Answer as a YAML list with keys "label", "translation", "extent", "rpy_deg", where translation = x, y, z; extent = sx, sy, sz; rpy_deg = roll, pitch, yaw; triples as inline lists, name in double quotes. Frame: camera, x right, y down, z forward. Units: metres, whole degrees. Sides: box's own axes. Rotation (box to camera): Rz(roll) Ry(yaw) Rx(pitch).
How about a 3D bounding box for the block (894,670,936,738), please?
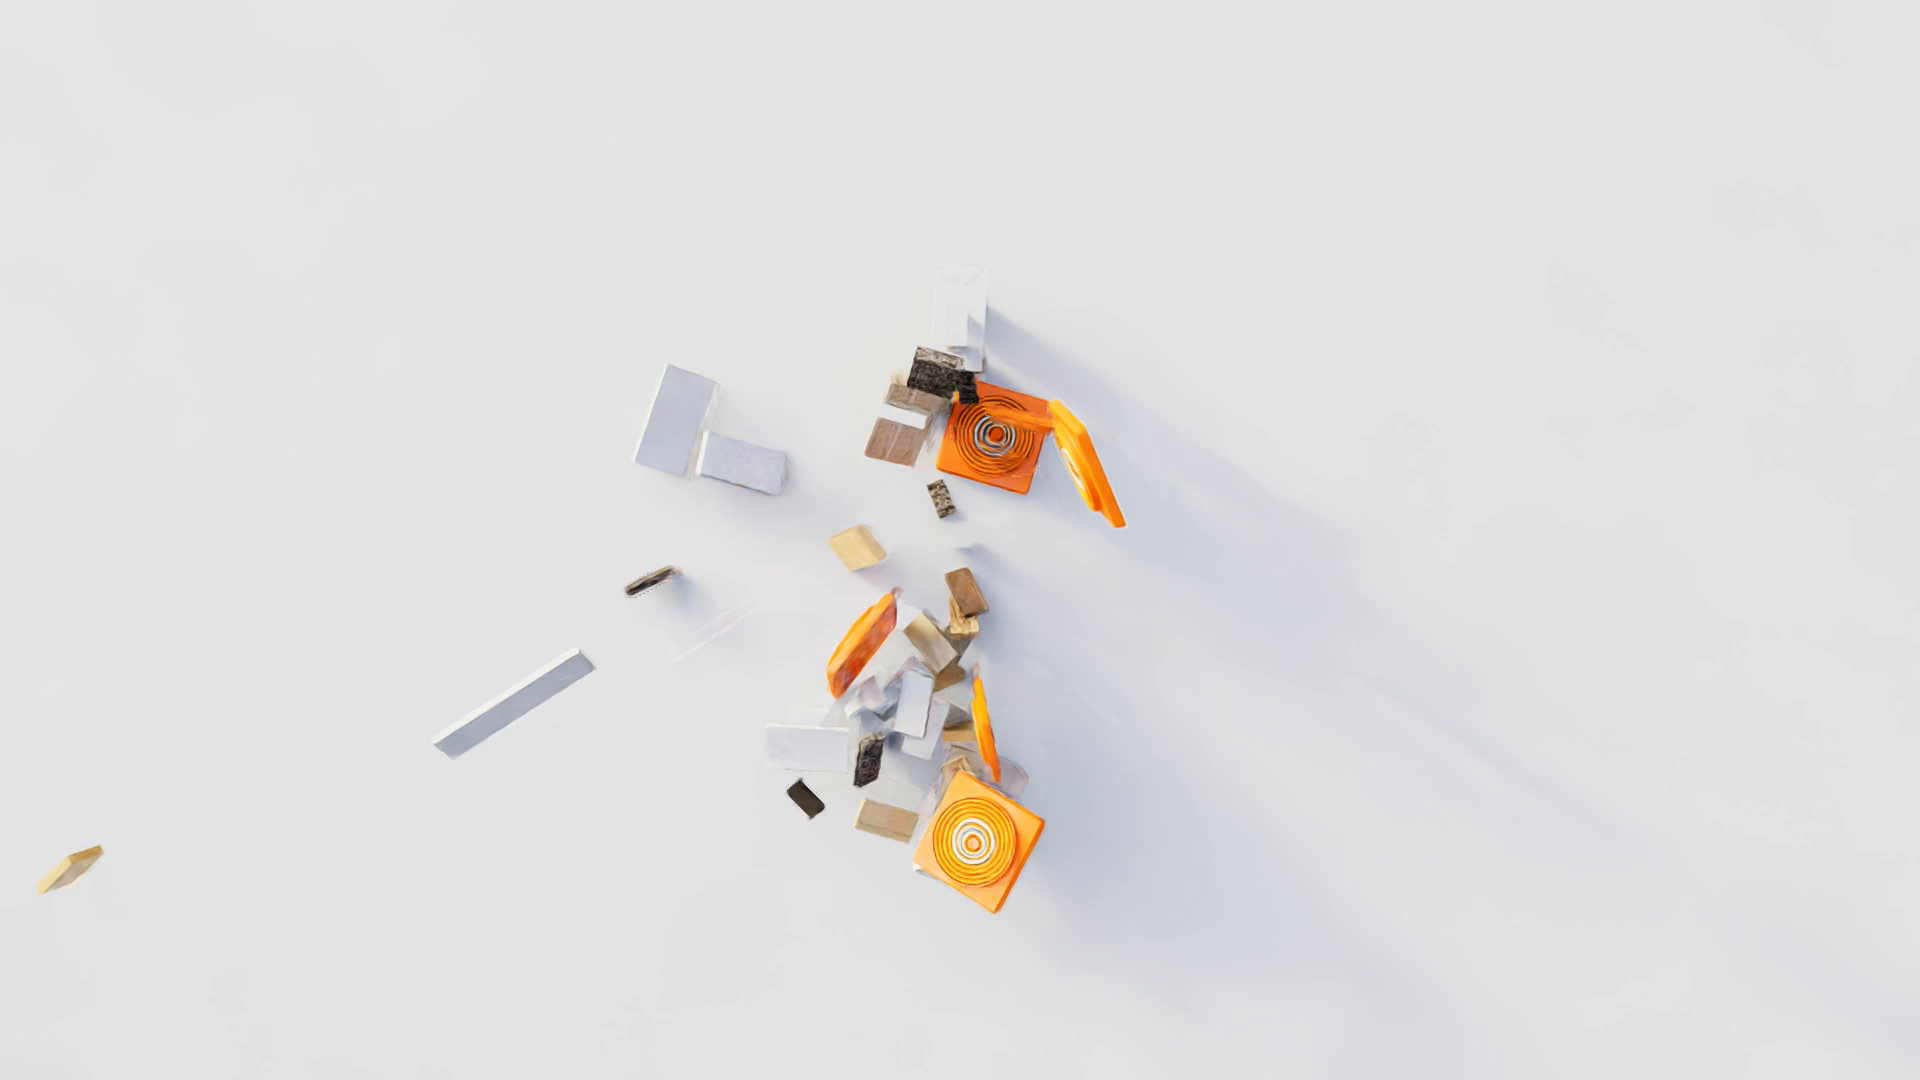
- label: "block"
  translation: [-0.142, 0.517, 5.200]
  extent: [0.096, 0.027, 0.193]
  rpy_deg: [12, 100, 16]

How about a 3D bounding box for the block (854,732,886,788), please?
- label: "block"
  translation: [-0.289, 0.701, 5.257]
  extent: [0.024, 0.085, 0.184]
  rpy_deg: [37, 132, 34]

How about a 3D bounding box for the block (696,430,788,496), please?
- label: "block"
  translation: [-0.713, -0.248, 5.397]
  extent: [0.285, 0.040, 0.143]
  rpy_deg: [16, 77, -29]

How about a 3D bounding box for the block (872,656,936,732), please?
- label: "block"
  translation: [-0.183, 0.494, 5.282]
  extent: [0.113, 0.032, 0.225]
  rpy_deg: [43, 106, 19]

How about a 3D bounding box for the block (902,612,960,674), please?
- label: "block"
  translation: [-0.093, 0.332, 5.324]
  extent: [0.092, 0.026, 0.184]
  rpy_deg: [-45, 73, 10]

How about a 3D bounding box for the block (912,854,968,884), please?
- label: "block"
  translation: [-0.061, 1.054, 5.276]
  extent: [0.085, 0.024, 0.169]
  rpy_deg: [-37, 134, 28]

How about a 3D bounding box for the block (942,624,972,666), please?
- label: "block"
  translation: [-0.018, 0.333, 5.416]
  extent: [0.092, 0.185, 0.026]
  rpy_deg: [34, 124, 0]

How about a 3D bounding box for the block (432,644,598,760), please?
- label: "block"
  translation: [-1.063, 0.388, 3.939]
  extent: [0.411, 0.082, 0.023]
  rpy_deg: [-32, 51, 1]

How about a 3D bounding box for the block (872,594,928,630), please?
- label: "block"
  translation: [-0.198, 0.251, 5.488]
  extent: [0.171, 0.024, 0.086]
  rpy_deg: [24, 90, 0]

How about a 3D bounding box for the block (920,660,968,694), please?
- label: "block"
  translation: [-0.081, 0.438, 5.378]
  extent: [0.113, 0.225, 0.032]
  rpy_deg: [36, 115, 21]

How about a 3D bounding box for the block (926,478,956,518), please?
- label: "block"
  translation: [-0.062, -0.138, 5.491]
  extent: [0.061, 0.017, 0.121]
  rpy_deg: [-22, 90, 0]

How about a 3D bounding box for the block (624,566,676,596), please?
- label: "block"
  translation: [-1.024, 0.134, 5.431]
  extent: [0.164, 0.082, 0.023]
  rpy_deg: [-28, 103, -17]

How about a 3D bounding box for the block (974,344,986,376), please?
- label: "block"
  translation: [0.002, -0.575, 5.336]
  extent: [0.162, 0.325, 0.046]
  rpy_deg: [-6, 86, 0]

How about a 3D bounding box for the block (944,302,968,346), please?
- label: "block"
  translation: [-0.010, -0.651, 4.988]
  extent: [0.064, 0.018, 0.129]
  rpy_deg: [3, 90, 0]

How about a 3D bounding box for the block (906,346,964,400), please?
- label: "block"
  translation: [-0.076, -0.499, 4.936]
  extent: [0.143, 0.285, 0.040]
  rpy_deg: [16, 77, -3]

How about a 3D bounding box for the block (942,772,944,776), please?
- label: "block"
  translation: [0.003, 0.798, 5.380]
  extent: [0.119, 0.238, 0.034]
  rpy_deg: [0, 100, 0]

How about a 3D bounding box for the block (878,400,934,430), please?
- label: "block"
  translation: [-0.163, -0.381, 4.989]
  extent: [0.143, 0.285, 0.040]
  rpy_deg: [16, 98, 1]

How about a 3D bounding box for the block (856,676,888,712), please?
- label: "block"
  translation: [-0.275, 0.486, 5.199]
  extent: [0.062, 0.124, 0.018]
  rpy_deg: [-30, 133, -2]

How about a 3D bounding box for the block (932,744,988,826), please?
- label: "block"
  translation: [0.000, 0.781, 5.242]
  extent: [0.119, 0.034, 0.238]
  rpy_deg: [15, 94, -1]

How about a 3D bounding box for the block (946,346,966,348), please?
- label: "block"
  translation: [-0.013, -0.607, 5.062]
  extent: [0.064, 0.129, 0.018]
  rpy_deg: [3, 89, 0]

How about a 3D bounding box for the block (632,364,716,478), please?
- label: "block"
  translation: [-0.936, -0.390, 5.409]
  extent: [0.169, 0.048, 0.338]
  rpy_deg: [19, 89, -19]

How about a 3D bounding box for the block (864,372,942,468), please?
- label: "block"
  translation: [-0.182, -0.378, 5.234]
  extent: [0.169, 0.338, 0.048]
  rpy_deg: [12, 48, -12]

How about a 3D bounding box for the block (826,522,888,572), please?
- label: "block"
  translation: [-0.335, 0.025, 5.338]
  extent: [0.037, 0.317, 0.130]
  rpy_deg: [-40, 98, -20]

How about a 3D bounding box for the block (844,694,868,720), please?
- label: "block"
  translation: [-0.308, 0.514, 5.237]
  extent: [0.124, 0.062, 0.018]
  rpy_deg: [-36, 121, 4]

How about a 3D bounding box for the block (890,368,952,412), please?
- label: "block"
  translation: [-0.124, -0.481, 5.324]
  extent: [0.169, 0.338, 0.048]
  rpy_deg: [1, 80, 4]

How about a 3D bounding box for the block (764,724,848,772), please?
- label: "block"
  translation: [-0.484, 0.654, 5.201]
  extent: [0.260, 0.037, 0.130]
  rpy_deg: [3, 98, -3]

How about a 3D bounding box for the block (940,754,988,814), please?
- label: "block"
  translation: [0.015, 0.772, 5.211]
  extent: [0.085, 0.024, 0.169]
  rpy_deg: [-27, 94, 3]

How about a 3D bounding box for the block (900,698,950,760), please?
- label: "block"
  translation: [-0.110, 0.597, 5.245]
  extent: [0.096, 0.027, 0.193]
  rpy_deg: [19, 102, -6]

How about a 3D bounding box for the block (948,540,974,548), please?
- label: "block"
  translation: [0.004, 0.012, 5.415]
  extent: [0.086, 0.171, 0.024]
  rpy_deg: [0, 90, 0]

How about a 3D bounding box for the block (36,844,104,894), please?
- label: "block"
  translation: [-2.070, 0.767, 3.835]
  extent: [0.164, 0.082, 0.023]
  rpy_deg: [-37, 81, 28]

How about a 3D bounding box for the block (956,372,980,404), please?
- label: "block"
  translation: [0.021, -0.496, 5.301]
  extent: [0.061, 0.017, 0.122]
  rpy_deg: [-6, 122, 10]

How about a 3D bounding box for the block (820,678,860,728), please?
- label: "block"
  translation: [-0.415, 0.574, 5.358]
  extent: [0.037, 0.260, 0.130]
  rpy_deg: [33, 130, -1]

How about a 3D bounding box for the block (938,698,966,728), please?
- label: "block"
  translation: [-0.096, 0.573, 5.379]
  extent: [0.113, 0.225, 0.032]
  rpy_deg: [27, 114, 37]

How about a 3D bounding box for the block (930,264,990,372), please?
- label: "block"
  translation: [-0.003, -0.692, 5.149]
  extent: [0.162, 0.046, 0.325]
  rpy_deg: [4, 90, 0]

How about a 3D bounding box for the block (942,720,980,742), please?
- label: "block"
  translation: [0.003, 0.624, 5.381]
  extent: [0.119, 0.238, 0.034]
  rpy_deg: [0, 92, 0]

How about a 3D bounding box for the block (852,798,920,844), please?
- label: "block"
  translation: [-0.233, 0.887, 5.215]
  extent: [0.193, 0.027, 0.096]
  rpy_deg: [20, 91, -21]

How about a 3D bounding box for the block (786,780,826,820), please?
- label: "block"
  translation: [-0.492, 0.825, 5.255]
  extent: [0.062, 0.018, 0.124]
  rpy_deg: [-39, 96, 20]

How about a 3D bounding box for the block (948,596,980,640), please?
- label: "block"
  translation: [0.012, 0.251, 5.421]
  extent: [0.092, 0.185, 0.026]
  rpy_deg: [-3, 130, 0]

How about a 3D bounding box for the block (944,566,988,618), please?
- label: "block"
  translation: [0.021, 0.173, 5.435]
  extent: [0.085, 0.024, 0.171]
  rpy_deg: [-16, 59, -19]
